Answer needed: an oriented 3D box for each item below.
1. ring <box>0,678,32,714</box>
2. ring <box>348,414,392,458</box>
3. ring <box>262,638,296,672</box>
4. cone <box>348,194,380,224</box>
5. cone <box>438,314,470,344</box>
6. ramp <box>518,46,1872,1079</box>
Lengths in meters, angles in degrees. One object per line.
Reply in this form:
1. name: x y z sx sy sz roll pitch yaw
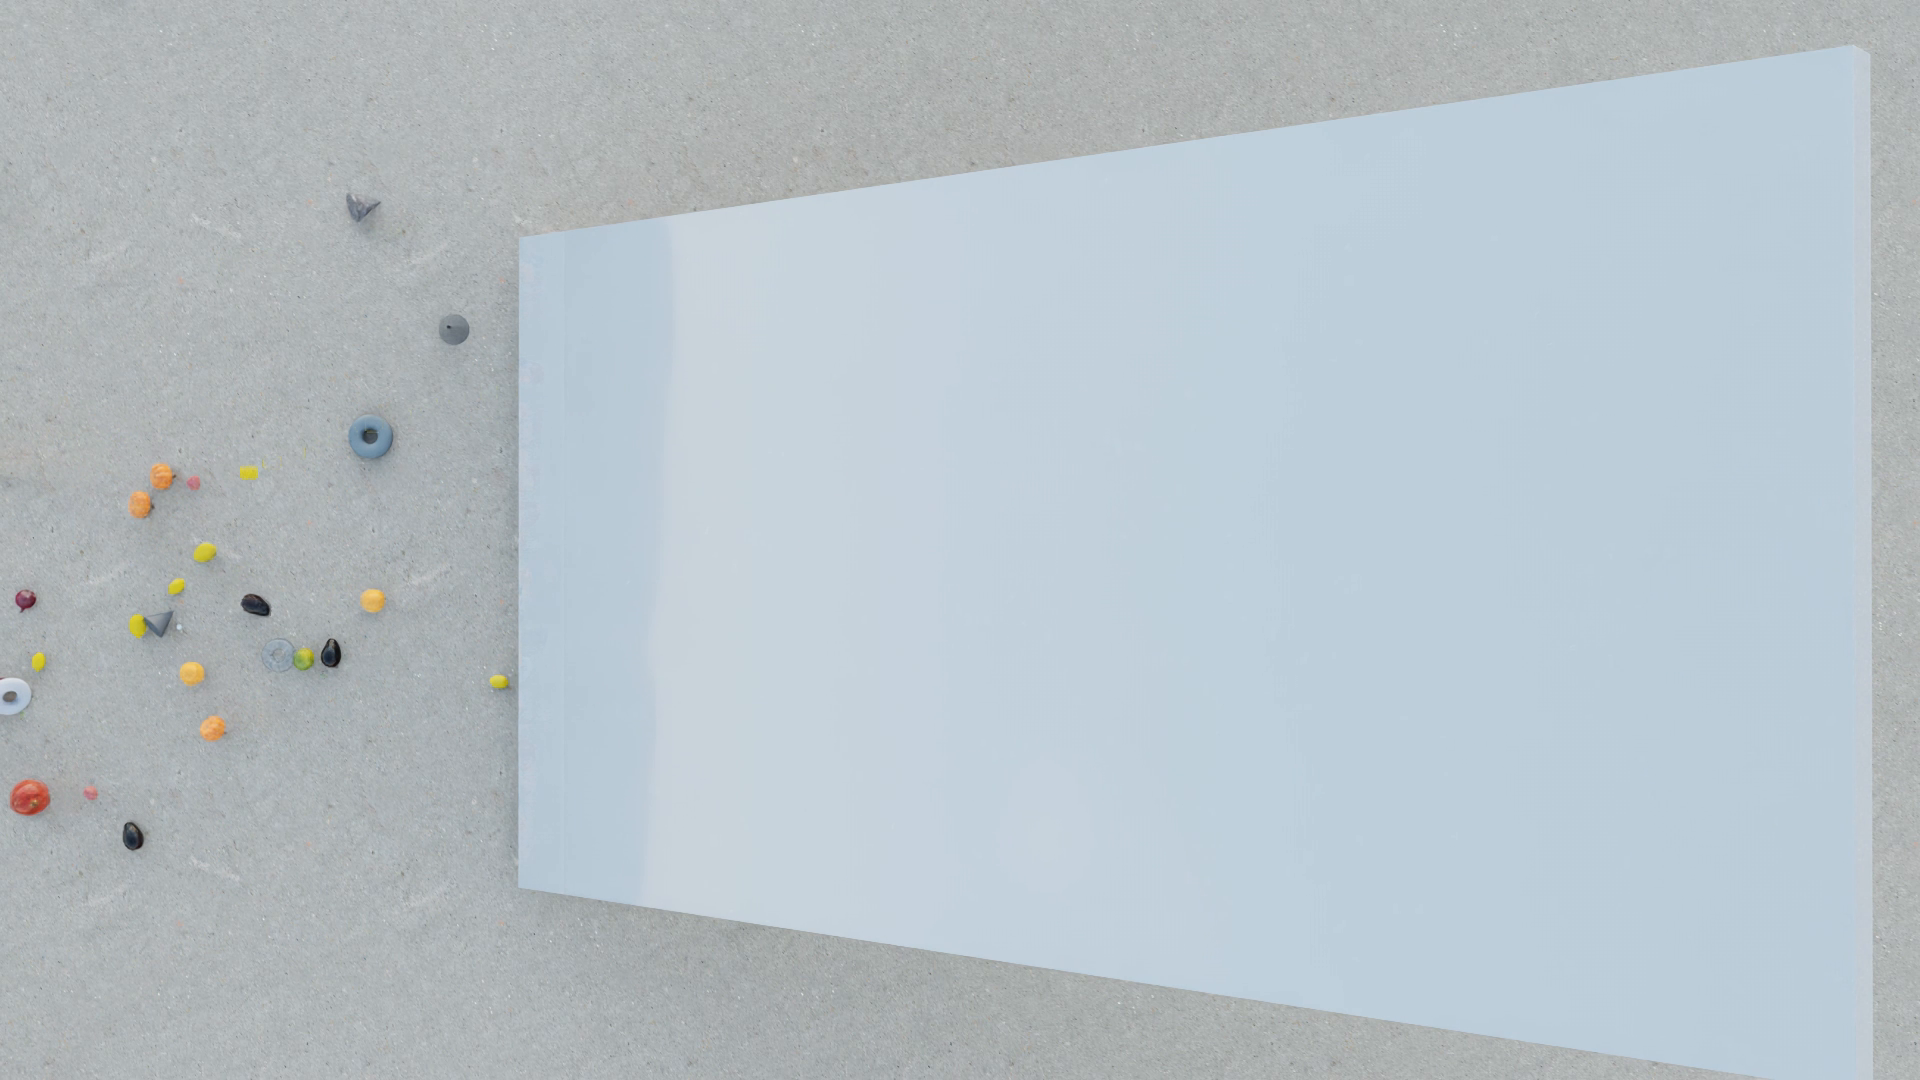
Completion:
1. ring: -2.937 0.483 6.799 0.124 0.041 0.124 -16 121 -28
2. ring: -1.829 -0.321 6.825 0.139 0.046 0.139 0 89 1
3. ring: -2.114 0.358 6.826 0.108 0.036 0.108 0 91 0
4. cone: -1.843 -1.039 6.831 0.092 0.092 0.092 -19 90 -27
5. cone: -1.576 -0.656 6.801 0.097 0.097 0.097 0 90 0
6. ramp: 0.208 0.061 5.523 4.000 0.100 2.000 0 90 40
